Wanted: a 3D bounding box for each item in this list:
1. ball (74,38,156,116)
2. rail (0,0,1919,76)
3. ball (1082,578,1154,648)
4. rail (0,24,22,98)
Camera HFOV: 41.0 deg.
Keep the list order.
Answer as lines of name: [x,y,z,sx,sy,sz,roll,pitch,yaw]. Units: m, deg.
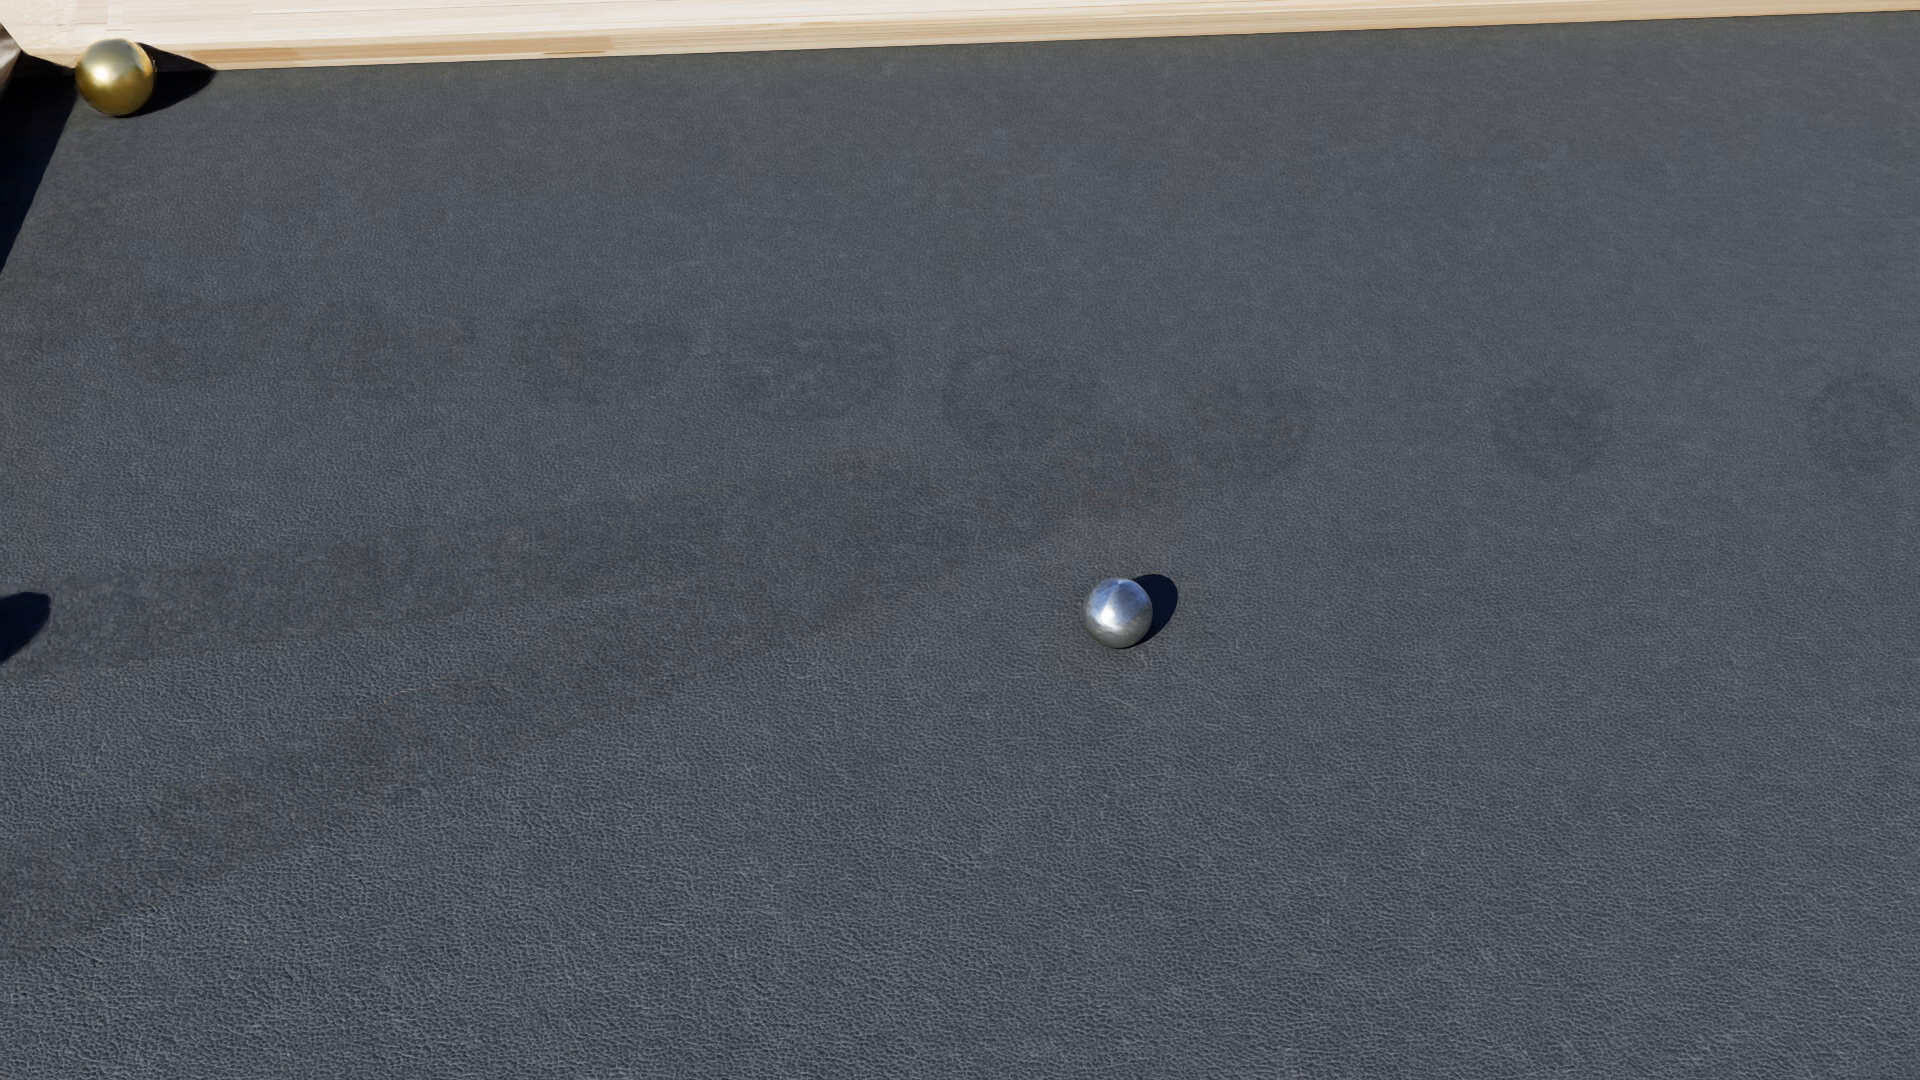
ball: [-0.720,-0.395,2.188,0.066,0.066,0.066,0,36,0]
rail: [0.728,-0.505,2.320,3.169,0.086,0.045,-3,36,-4]
ball: [0.098,0.045,1.605,0.045,0.045,0.045,0,36,0]
rail: [-0.766,0.022,1.600,0.045,0.086,1.585,-3,36,-4]
